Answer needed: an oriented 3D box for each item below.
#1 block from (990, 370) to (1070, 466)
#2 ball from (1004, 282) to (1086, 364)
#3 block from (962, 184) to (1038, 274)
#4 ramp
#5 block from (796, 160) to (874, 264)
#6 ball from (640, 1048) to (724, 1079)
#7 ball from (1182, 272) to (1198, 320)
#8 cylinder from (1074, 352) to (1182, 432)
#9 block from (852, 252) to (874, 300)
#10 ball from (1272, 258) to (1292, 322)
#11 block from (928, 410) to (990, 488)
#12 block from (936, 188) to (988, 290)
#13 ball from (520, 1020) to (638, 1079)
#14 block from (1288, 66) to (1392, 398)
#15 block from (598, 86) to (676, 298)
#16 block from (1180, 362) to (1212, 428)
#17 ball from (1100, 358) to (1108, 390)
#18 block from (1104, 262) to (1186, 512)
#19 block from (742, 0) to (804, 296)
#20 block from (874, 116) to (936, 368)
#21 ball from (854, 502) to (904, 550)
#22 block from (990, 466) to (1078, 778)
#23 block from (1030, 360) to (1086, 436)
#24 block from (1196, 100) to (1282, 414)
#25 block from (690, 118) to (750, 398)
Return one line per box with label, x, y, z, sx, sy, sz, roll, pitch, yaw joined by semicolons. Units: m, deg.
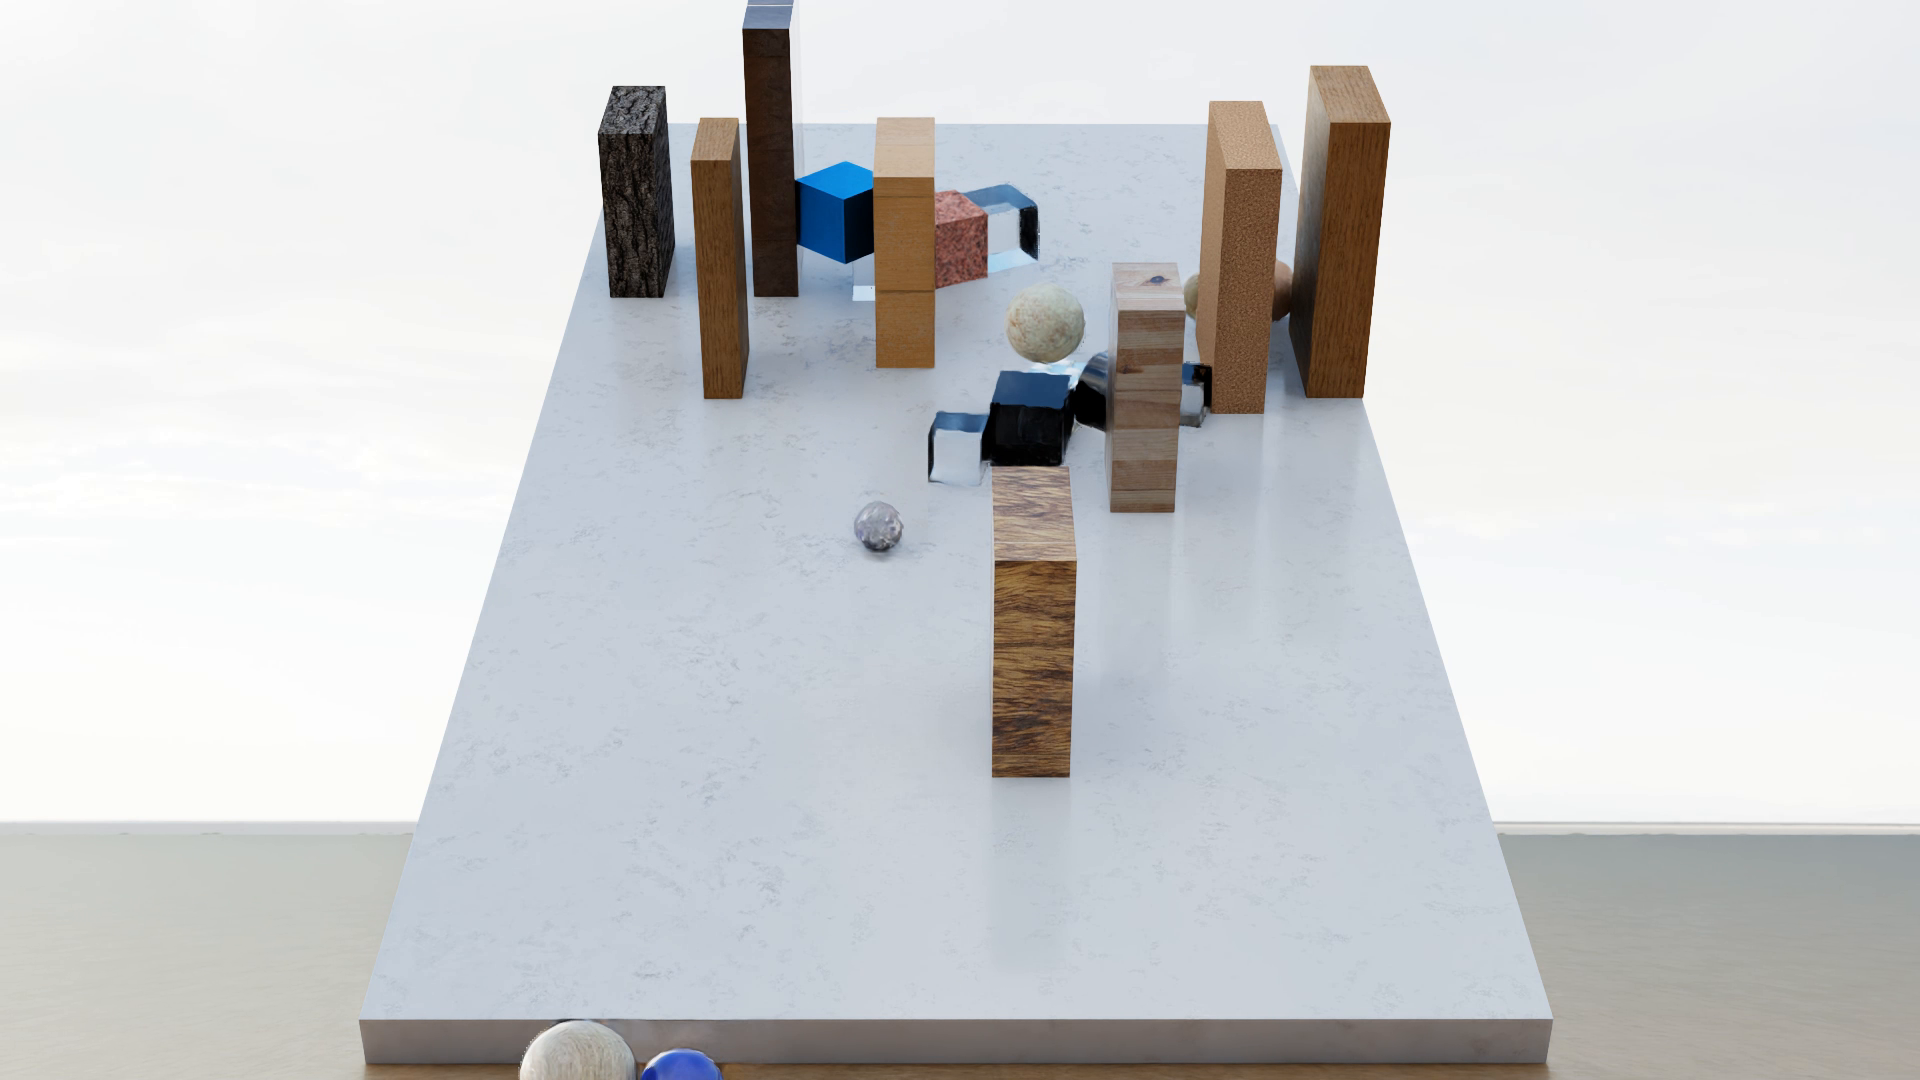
block;0.165;-0.279;5.692;0.166;0.166;0.166;5;32;8
ball;0.187;-0.477;5.367;0.179;0.179;0.179;0;-7;0
block;0.097;-0.847;6.620;0.168;0.168;0.168;-16;35;-24
ramp;-0.014;-0.197;5.811;2.000;0.100;4.000;0;31;0
block;-0.298;-0.853;6.338;0.181;0.181;0.181;27;40;36
ball;-0.360;0.714;3.147;0.113;0.113;0.113;0;-7;0
ball;0.635;-0.627;6.278;0.134;0.134;0.134;0;-7;0
cylinder;0.396;-0.332;5.764;0.184;0.184;0.184;22;5;31
block;-0.212;-0.731;6.450;0.144;0.144;0.144;-1;31;-2
ball;0.786;-0.646;6.291;0.172;0.172;0.172;0;-7;0
block;-0.003;-0.210;5.619;0.122;0.122;0.122;6;32;9
block;-0.052;-0.805;6.532;0.186;0.186;0.186;-16;35;-24
ball;-0.490;0.693;3.129;0.150;0.150;0.150;0;-7;0
block;0.919;-0.750;5.940;0.140;0.716;0.372;0;31;0
block;-0.854;-0.925;6.460;0.140;0.461;0.340;0;31;0
block;0.538;-0.351;5.865;0.110;0.110;0.110;9;33;14
ball;0.401;-0.402;5.935;0.119;0.119;0.119;0;-7;0
block;0.411;-0.340;5.467;0.145;0.506;0.241;0;31;0
block;-0.485;-1.067;6.431;0.118;0.737;0.422;0;31;0
block;-0.137;-0.750;6.129;0.147;0.513;0.386;0;31;0
ball;-0.179;-0.031;5.337;0.108;0.108;0.108;0;-7;0
block;0.135;0.155;4.670;0.149;0.487;0.346;0;31;0
block;0.234;-0.345;5.835;0.130;0.130;0.130;13;34;20
block;0.671;-0.687;5.913;0.129;0.635;0.426;0;31;0
block;-0.579;-0.680;5.904;0.093;0.624;0.266;0;31;0
